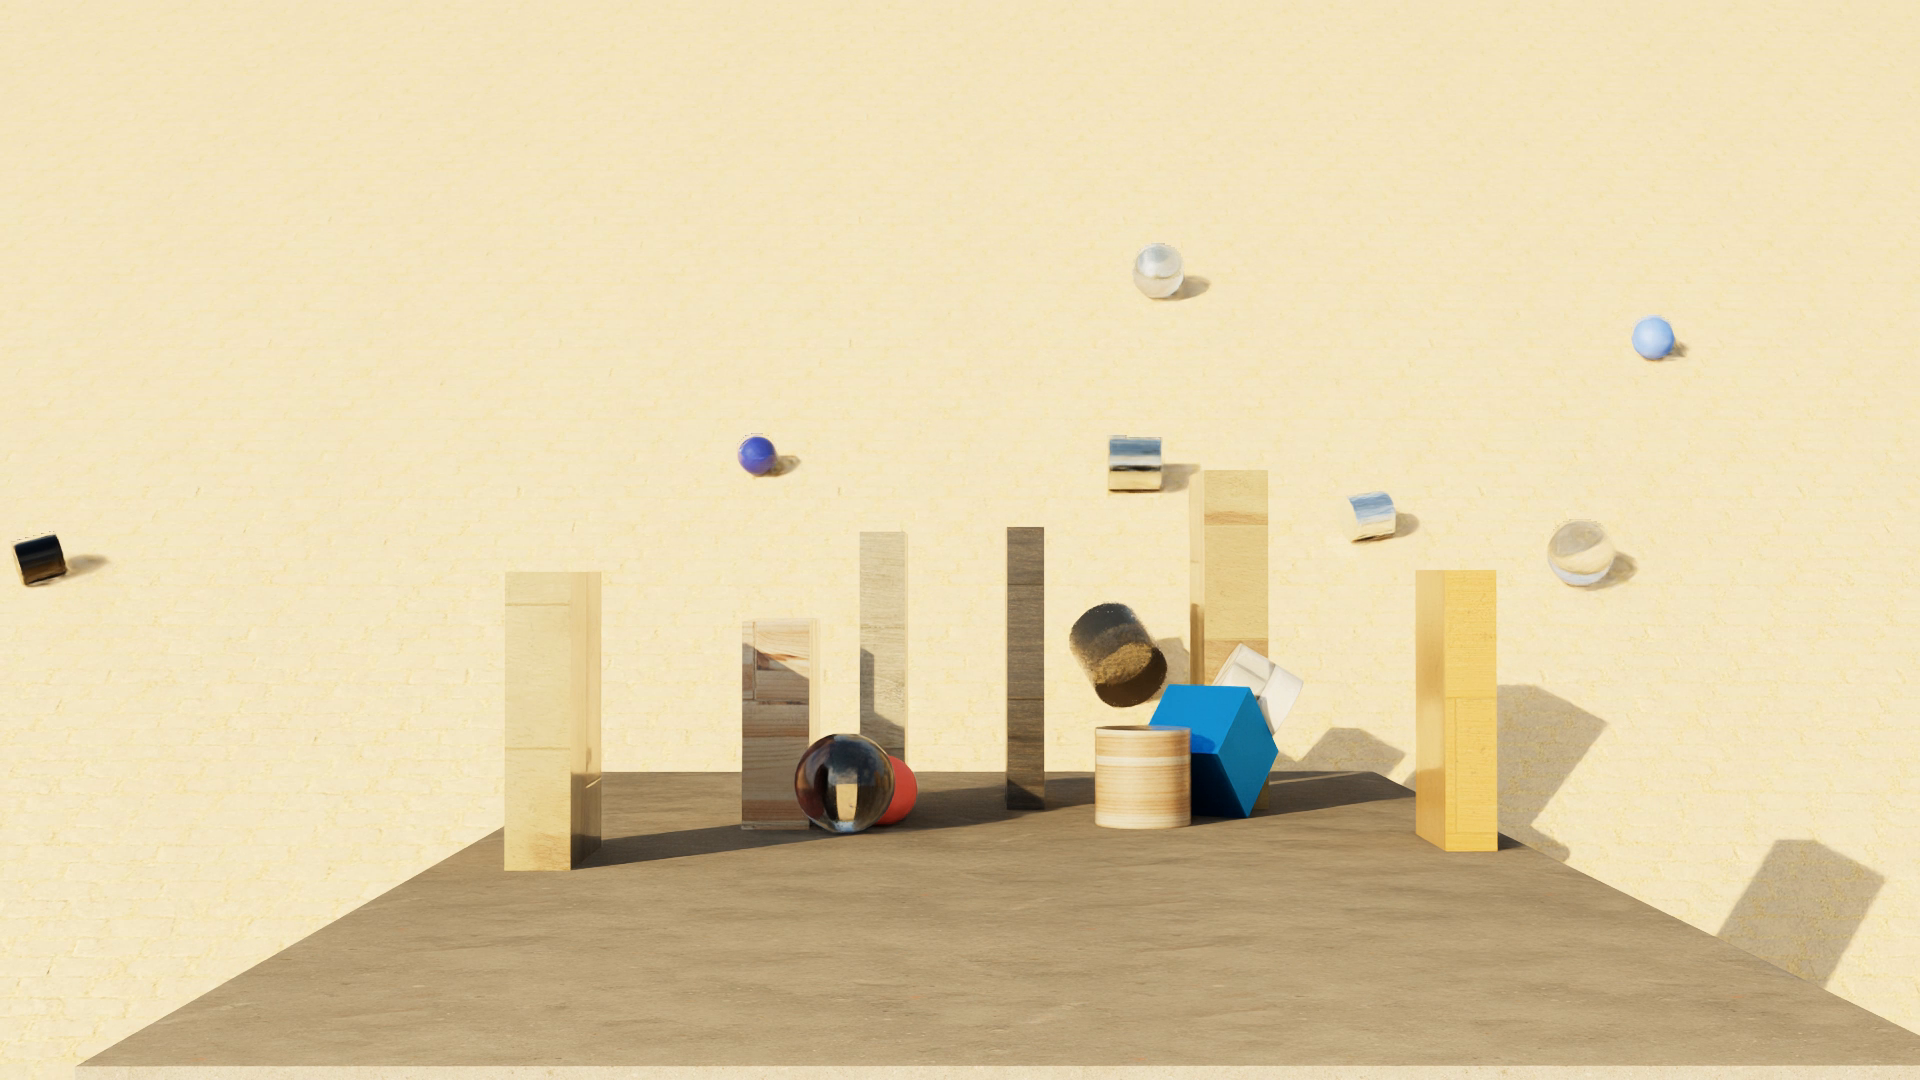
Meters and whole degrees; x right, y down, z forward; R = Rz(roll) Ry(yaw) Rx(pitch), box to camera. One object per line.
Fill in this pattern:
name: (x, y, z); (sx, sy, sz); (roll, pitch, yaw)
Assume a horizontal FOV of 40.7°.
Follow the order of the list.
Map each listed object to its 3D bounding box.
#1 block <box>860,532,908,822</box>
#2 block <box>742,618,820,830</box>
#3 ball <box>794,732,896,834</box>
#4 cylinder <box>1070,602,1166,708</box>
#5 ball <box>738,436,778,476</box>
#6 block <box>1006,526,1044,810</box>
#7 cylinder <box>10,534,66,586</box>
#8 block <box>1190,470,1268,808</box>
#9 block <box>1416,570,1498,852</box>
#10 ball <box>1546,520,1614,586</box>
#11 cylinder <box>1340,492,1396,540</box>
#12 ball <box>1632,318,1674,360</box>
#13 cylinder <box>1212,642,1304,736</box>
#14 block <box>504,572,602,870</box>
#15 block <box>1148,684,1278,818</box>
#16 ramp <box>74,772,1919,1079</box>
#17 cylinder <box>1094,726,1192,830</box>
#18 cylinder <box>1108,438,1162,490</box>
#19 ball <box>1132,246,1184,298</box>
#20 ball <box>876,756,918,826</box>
block: (-0.161, 0.285, 5.535); (0.094, 0.601, 0.346); (0, -1, 0)
block: (-0.370, 0.375, 5.405); (0.136, 0.418, 0.407); (0, -1, 0)
ball: (-0.228, 0.481, 5.133); (0.200, 0.200, 0.200); (0, 32, 0)
cylinder: (0.433, 0.316, 7.132); (0.210, 0.210, 0.210); (-9, 33, -14)
ball: (-0.638, -0.266, 8.147); (0.125, 0.125, 0.125); (0, 32, 0)
block: (0.143, 0.280, 5.759); (0.081, 0.615, 0.243); (0, -1, 0)
cylinder: (-2.712, 0.057, 7.628); (0.125, 0.125, 0.125); (-17, 36, -25)
block: (0.603, 0.219, 5.835); (0.140, 0.739, 0.361); (0, -1, 0)
block: (0.947, 0.318, 4.958); (0.096, 0.520, 0.311); (0, -1, 0)
ball: (1.818, 0.039, 7.594); (0.191, 0.191, 0.191); (0, 32, 0)
cylinder: (1.231, -0.071, 7.830); (0.129, 0.129, 0.129); (-9, 33, -14)
ball: (2.355, -0.684, 8.803); (0.141, 0.141, 0.141); (0, 32, 0)
cylinder: (0.632, 0.328, 5.576); (0.156, 0.156, 0.156); (31, 36, 0)
block: (-0.733, 0.316, 4.693); (0.114, 0.518, 0.390); (0, -1, 0)
block: (0.525, 0.447, 5.492); (0.195, 0.195, 0.195); (0, 42, 34)
ramp: (0.071, 0.625, 4.715); (2.000, 0.100, 4.000); (0, -1, 0)
cylinder: (0.375, 0.484, 5.307); (0.197, 0.197, 0.197); (0, -1, 0)
cylinder: (0.542, -0.236, 8.065); (0.160, 0.160, 0.160); (1, 32, 1)
ball: (0.702, -0.950, 9.189); (0.185, 0.185, 0.185); (0, 32, 0)
ball: (-0.159, 0.510, 5.287); (0.144, 0.144, 0.144); (0, 32, 0)
